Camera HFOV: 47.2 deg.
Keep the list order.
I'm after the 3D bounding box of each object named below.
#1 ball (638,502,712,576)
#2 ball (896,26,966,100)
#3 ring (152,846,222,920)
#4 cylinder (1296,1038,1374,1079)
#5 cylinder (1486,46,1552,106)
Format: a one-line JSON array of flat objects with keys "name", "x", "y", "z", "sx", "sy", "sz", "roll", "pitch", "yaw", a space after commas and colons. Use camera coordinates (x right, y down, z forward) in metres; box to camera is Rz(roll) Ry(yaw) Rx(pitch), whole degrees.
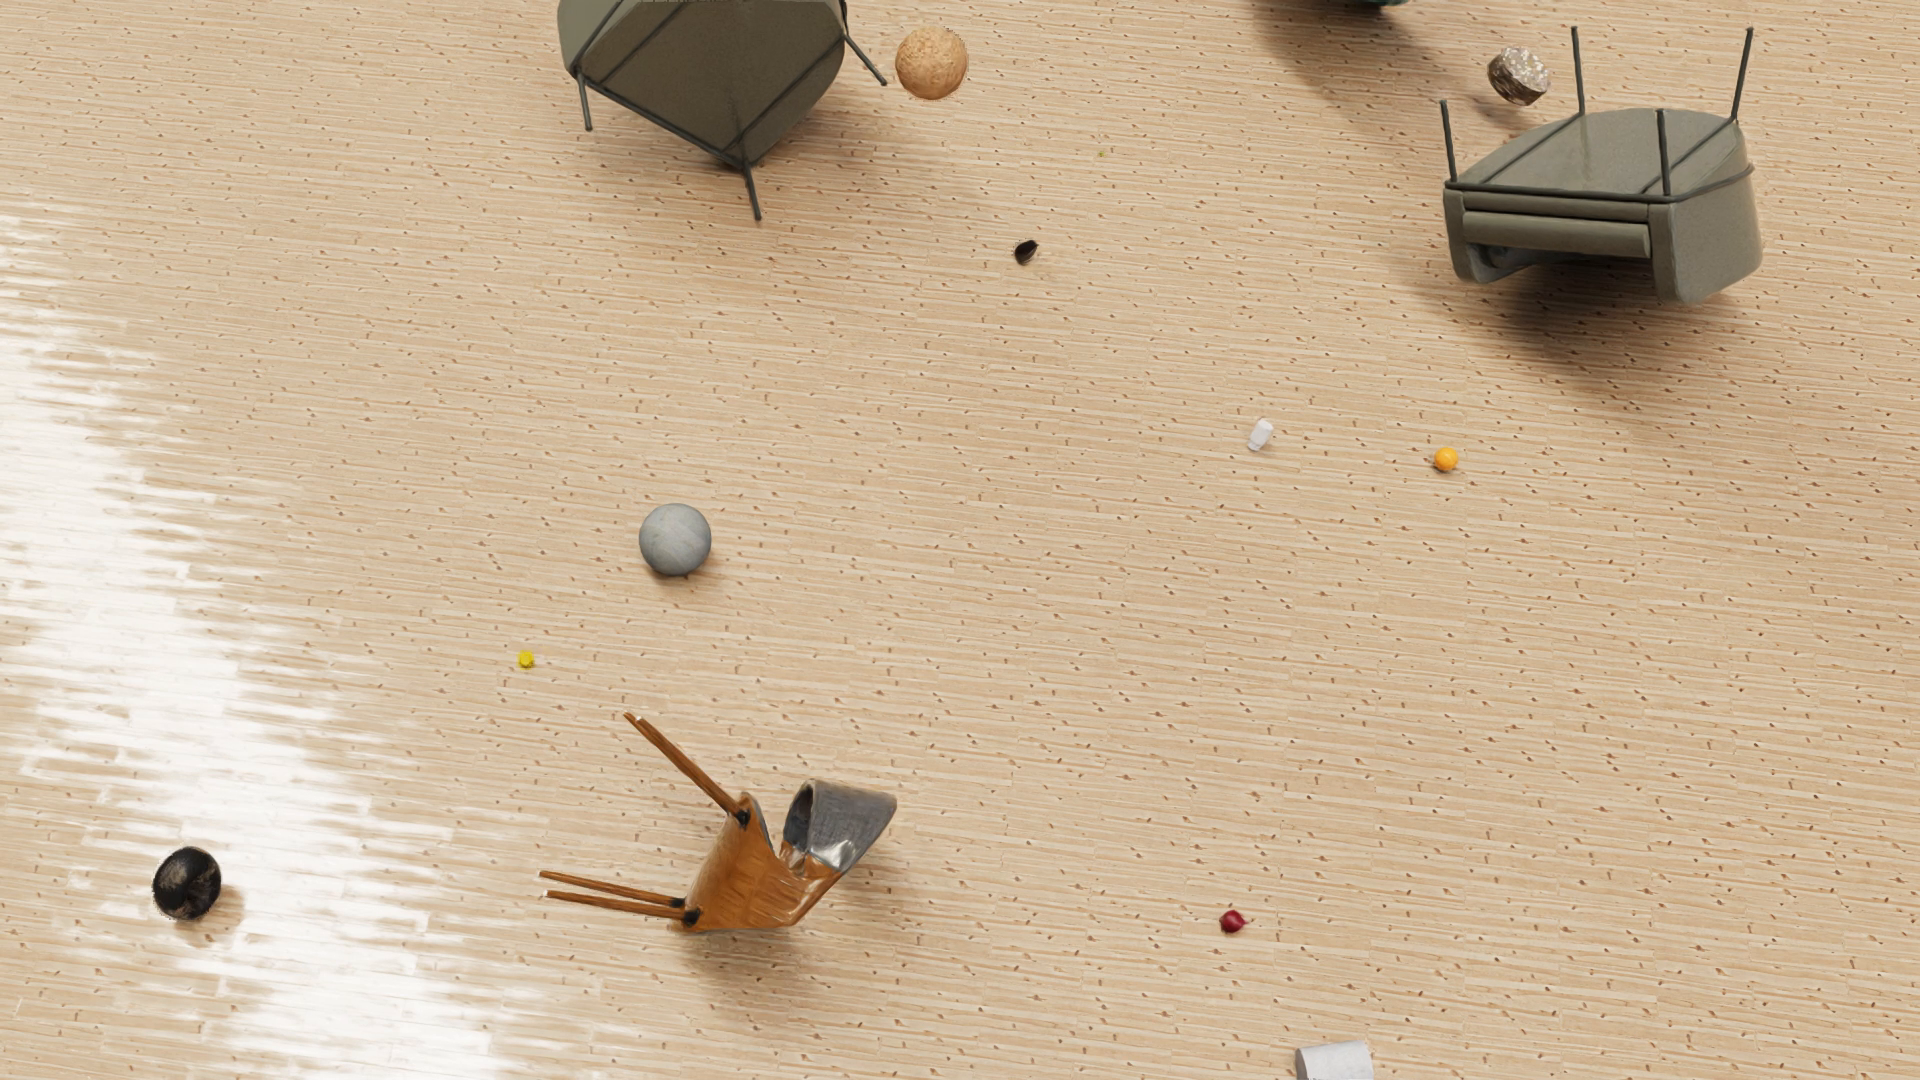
[{"name": "ball", "x": -0.835, "y": -0.003, "z": 6.447, "sx": 0.213, "sy": 0.213, "sz": 0.213, "roll": 0, "pitch": 56, "yaw": 0}, {"name": "ball", "x": -0.092, "y": -1.514, "z": 6.984, "sx": 0.228, "sy": 0.228, "sz": 0.228, "roll": 0, "pitch": 56, "yaw": 0}, {"name": "ring", "x": -2.052, "y": 0.913, "z": 5.842, "sx": 0.105, "sy": 0.212, "sz": 0.183, "roll": 27, "pitch": 39, "yaw": 23}, {"name": "cylinder", "x": 0.951, "y": 1.348, "z": 5.588, "sx": 0.166, "sy": 0.136, "sz": 0.136, "roll": -7, "pitch": 28, "yaw": -5}, {"name": "cylinder", "x": 1.878, "y": -1.558, "z": 7.390, "sx": 0.201, "sy": 0.105, "sz": 0.135, "roll": 39, "pitch": 64, "yaw": -3}]
